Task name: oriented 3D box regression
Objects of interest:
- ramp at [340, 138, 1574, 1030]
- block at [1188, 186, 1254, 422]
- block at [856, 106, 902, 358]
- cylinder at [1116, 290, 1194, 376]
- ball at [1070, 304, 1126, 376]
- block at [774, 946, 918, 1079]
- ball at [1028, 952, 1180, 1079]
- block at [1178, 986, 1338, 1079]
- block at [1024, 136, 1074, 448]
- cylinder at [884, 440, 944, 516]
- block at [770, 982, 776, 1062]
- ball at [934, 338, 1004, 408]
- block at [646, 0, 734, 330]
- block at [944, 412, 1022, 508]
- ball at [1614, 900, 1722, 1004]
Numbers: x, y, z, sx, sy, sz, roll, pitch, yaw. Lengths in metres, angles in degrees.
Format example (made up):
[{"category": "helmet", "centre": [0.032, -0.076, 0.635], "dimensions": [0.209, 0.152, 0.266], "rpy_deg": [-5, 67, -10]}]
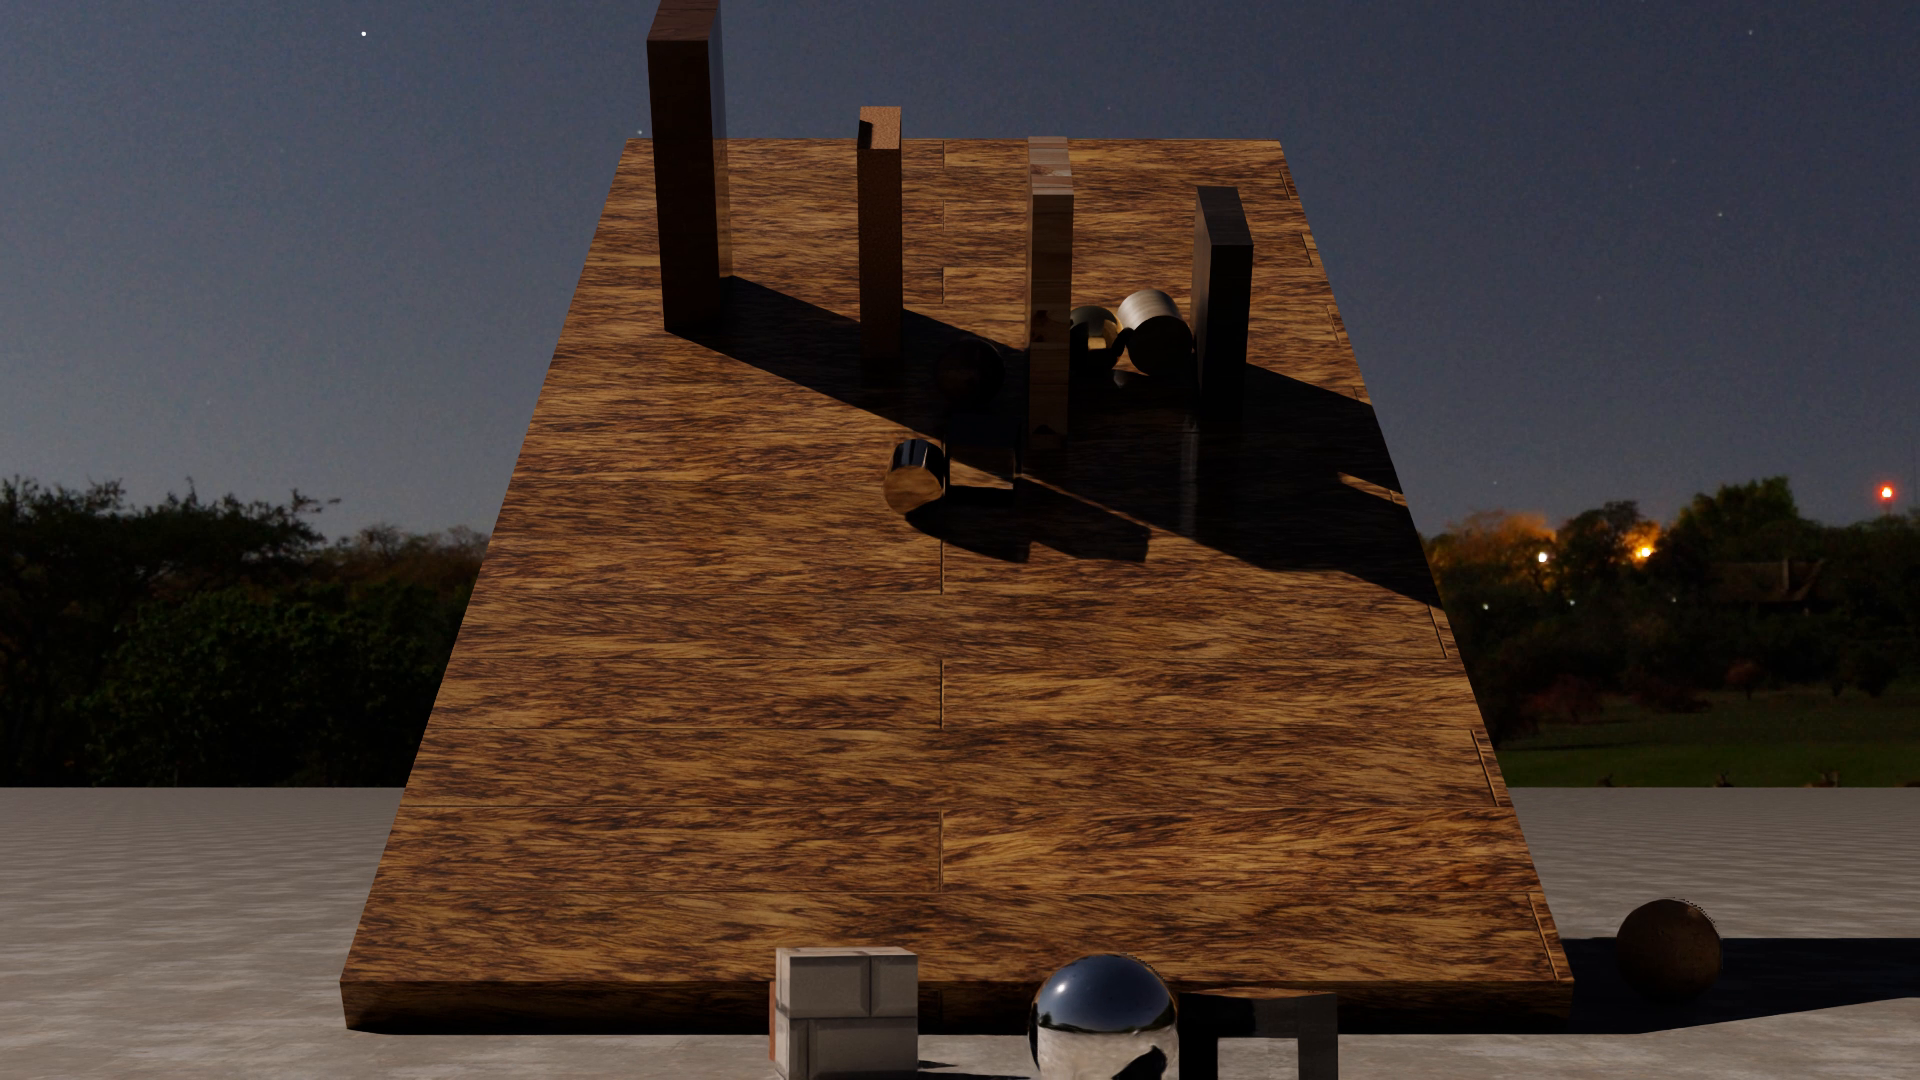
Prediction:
[{"category": "ramp", "centre": [-0.012, -0.216, 5.662], "dimensions": [2.000, 0.100, 4.000], "rpy_deg": [0, 29, 0]}, {"category": "block", "centre": [0.618, -0.566, 5.731], "dimensions": [0.096, 0.447, 0.372], "rpy_deg": [0, 29, 0]}, {"category": "block", "centre": [-0.197, -0.768, 5.987], "dimensions": [0.100, 0.545, 0.306], "rpy_deg": [0, 29, 0]}, {"category": "cylinder", "centre": [0.478, -0.512, 5.928], "dimensions": [0.162, 0.162, 0.162], "rpy_deg": [1, 29, -10]}, {"category": "ball", "centre": [0.318, -0.488, 5.873], "dimensions": [0.173, 0.173, 0.173], "rpy_deg": [0, -6, 0]}, {"category": "block", "centre": [-0.157, 0.649, 3.281], "dimensions": [0.172, 0.172, 0.172], "rpy_deg": [1, -6, -10]}, {"category": "ball", "centre": [0.179, 0.611, 3.000], "dimensions": [0.190, 0.190, 0.190], "rpy_deg": [0, -6, 0]}, {"category": "block", "centre": [0.374, 0.637, 3.006], "dimensions": [0.140, 0.140, 0.140], "rpy_deg": [6, -8, -44]}, {"category": "block", "centre": [0.202, -0.573, 5.560], "dimensions": [0.089, 0.623, 0.372], "rpy_deg": [0, 29, 0]}, {"category": "cylinder", "centre": [-0.099, -0.137, 5.285], "dimensions": [0.127, 0.127, 0.127], "rpy_deg": [-1, 29, 5]}, {"category": "block", "centre": [-0.198, 0.700, 3.491], "dimensions": [0.113, 0.113, 0.113], "rpy_deg": [5, -7, -38]}, {"category": "ball", "centre": [0.022, -0.397, 5.711], "dimensions": [0.169, 0.169, 0.169], "rpy_deg": [0, -6, 0]}, {"category": "block", "centre": [-0.680, -0.953, 6.098], "dimensions": [0.146, 0.759, 0.364], "rpy_deg": [0, 29, 0]}, {"category": "block", "centre": [0.051, -0.177, 5.335], "dimensions": [0.151, 0.151, 0.151], "rpy_deg": [4, 29, 7]}, {"category": "ball", "centre": [1.290, 0.751, 4.378], "dimensions": [0.189, 0.189, 0.189], "rpy_deg": [0, -6, 0]}]
